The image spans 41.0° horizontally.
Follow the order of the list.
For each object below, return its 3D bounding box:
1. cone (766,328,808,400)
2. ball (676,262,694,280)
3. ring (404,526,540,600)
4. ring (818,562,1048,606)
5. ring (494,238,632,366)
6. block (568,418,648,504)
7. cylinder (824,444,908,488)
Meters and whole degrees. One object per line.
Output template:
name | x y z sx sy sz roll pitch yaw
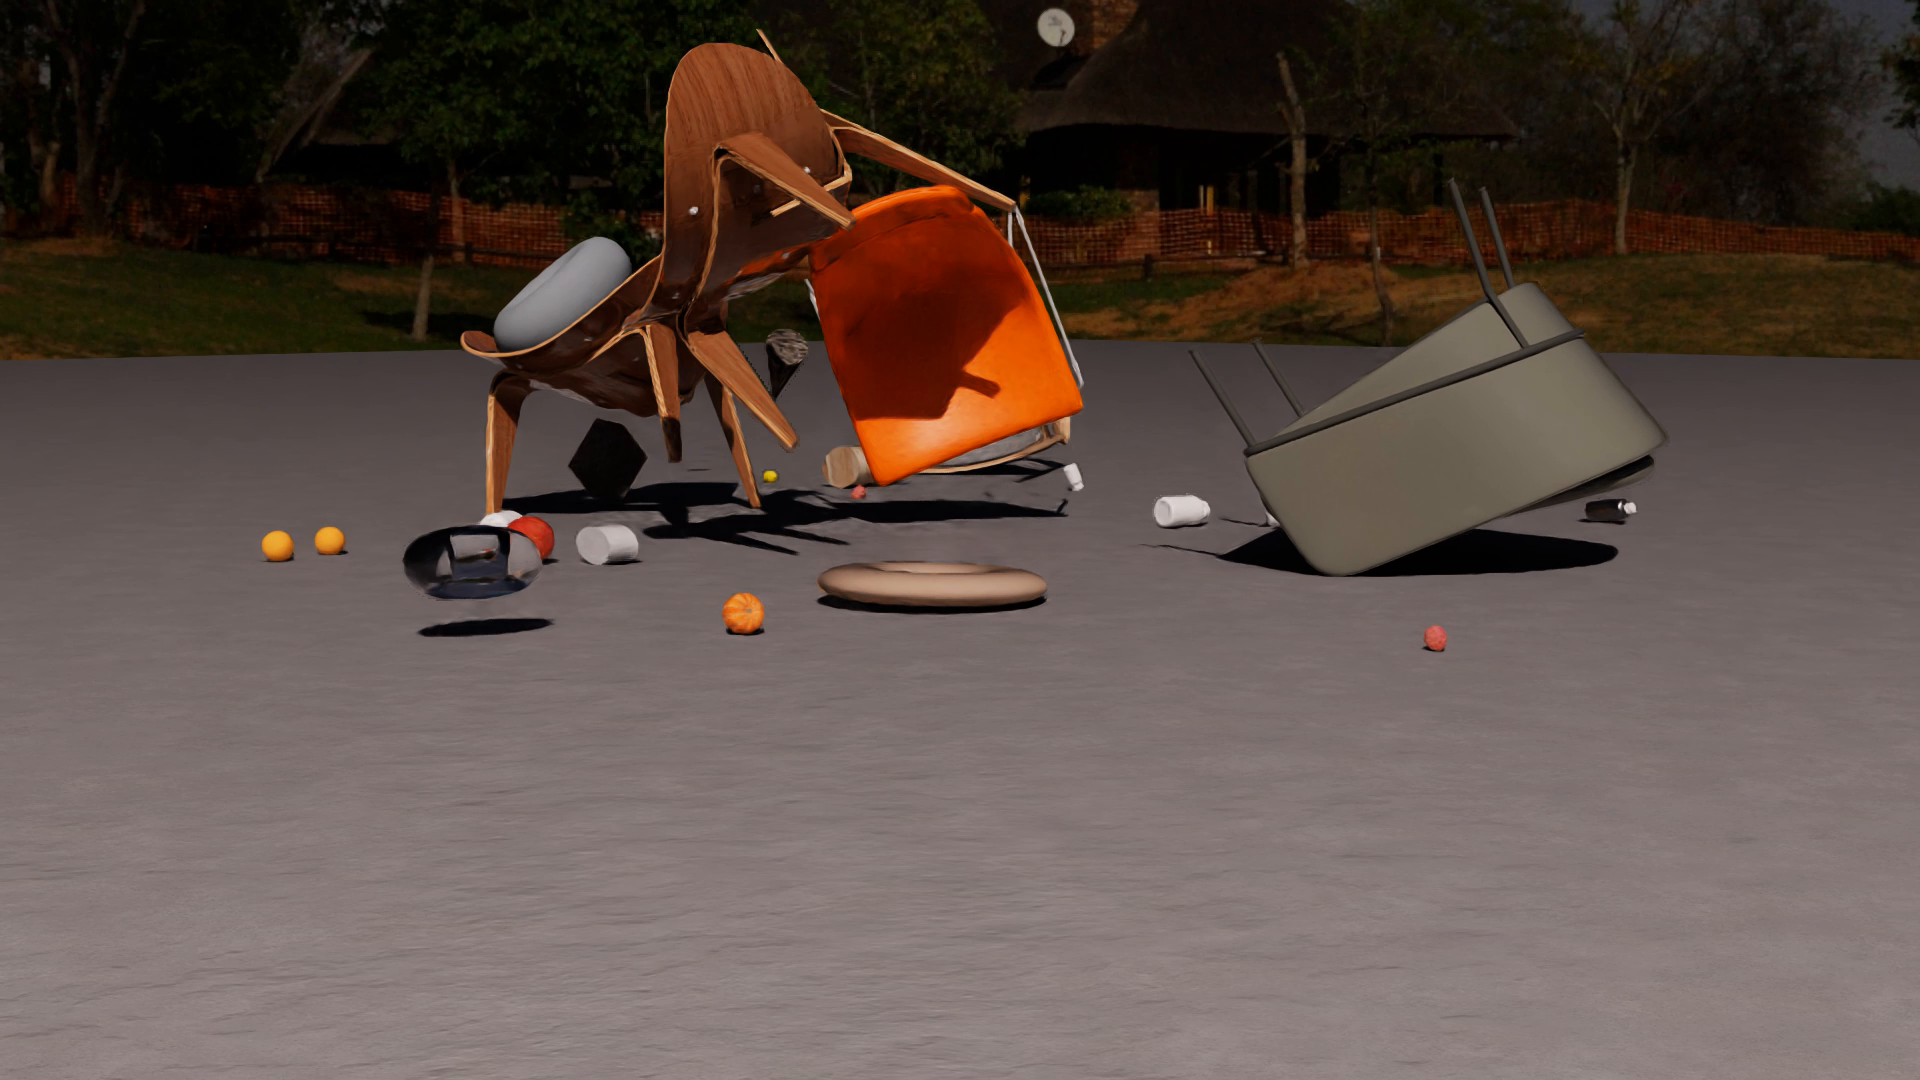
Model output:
cone | -0.508 -0.468 7.241 0.118 0.179 0.224 12 29 -7
ball | -0.846 -0.828 7.911 0.056 0.056 0.056 0 6 0
ring | -0.882 0.042 4.647 0.186 0.097 0.281 -24 -18 36
ring | -0.054 0.088 5.175 0.466 0.066 0.436 1 4 -15
ring | -1.068 -0.642 6.900 0.405 0.165 0.484 -30 18 32
block | -1.016 -0.228 7.412 0.101 0.168 0.166 14 -26 29
cylinder | -0.295 -0.233 8.038 0.211 0.129 0.168 -6 -2 -45
